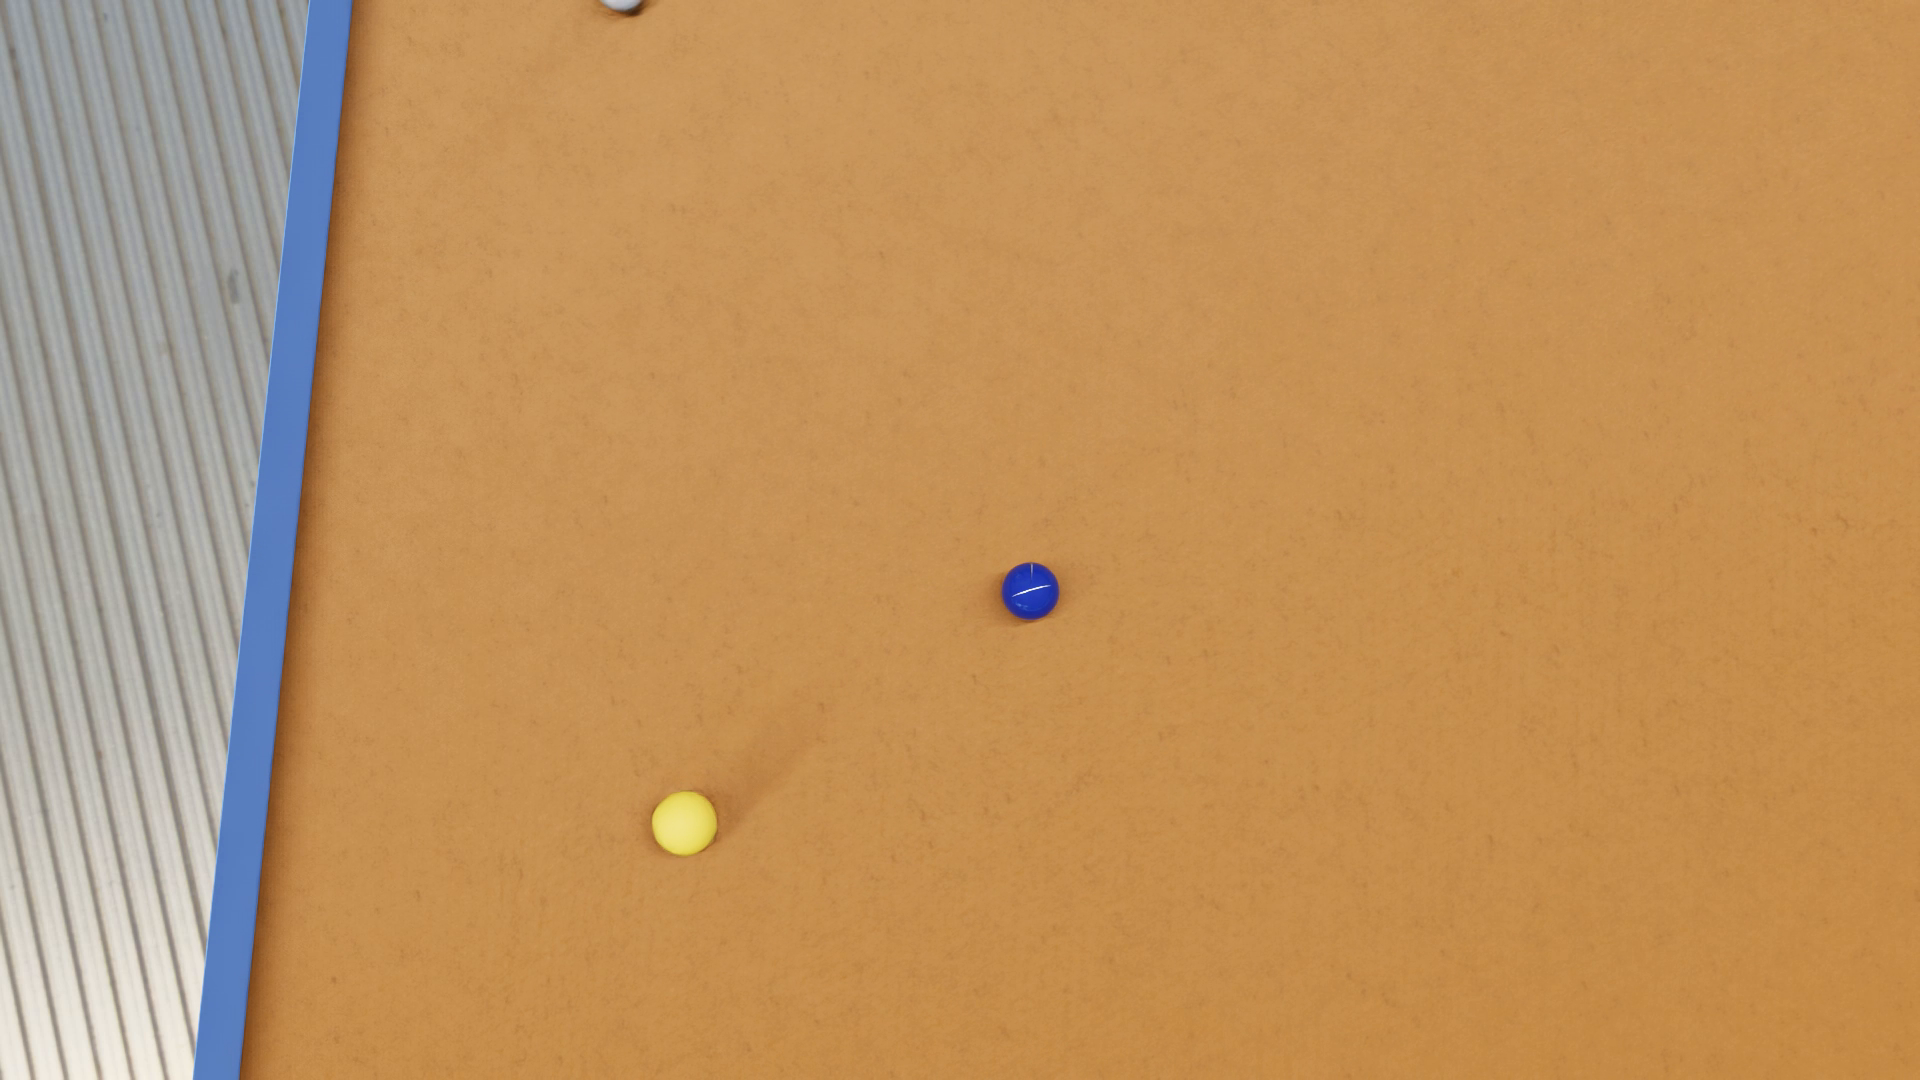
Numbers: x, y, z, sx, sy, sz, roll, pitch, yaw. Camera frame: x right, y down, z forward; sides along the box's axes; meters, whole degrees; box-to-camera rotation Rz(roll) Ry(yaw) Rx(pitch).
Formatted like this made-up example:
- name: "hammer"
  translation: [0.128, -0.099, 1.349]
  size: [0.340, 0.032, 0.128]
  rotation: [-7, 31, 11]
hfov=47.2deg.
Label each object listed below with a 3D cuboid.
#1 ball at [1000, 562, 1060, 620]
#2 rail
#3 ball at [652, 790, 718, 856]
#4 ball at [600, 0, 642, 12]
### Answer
- name: "ball"
  translation: [0.104, 0.076, 3.247]
  size: [0.087, 0.087, 0.087]
  rotation: [0, 82, 0]
- name: "rail"
  translation: [-0.998, -0.064, 3.249]
  size: [0.045, 0.122, 2.071]
  rotation: [3, 82, 0]
- name: "ball"
  translation: [-0.400, 0.411, 3.196]
  size: [0.094, 0.094, 0.094]
  rotation: [0, 82, 0]
- name: "ball"
  translation: [-0.522, -0.851, 3.387]
  size: [0.074, 0.074, 0.074]
  rotation: [0, 82, 0]
